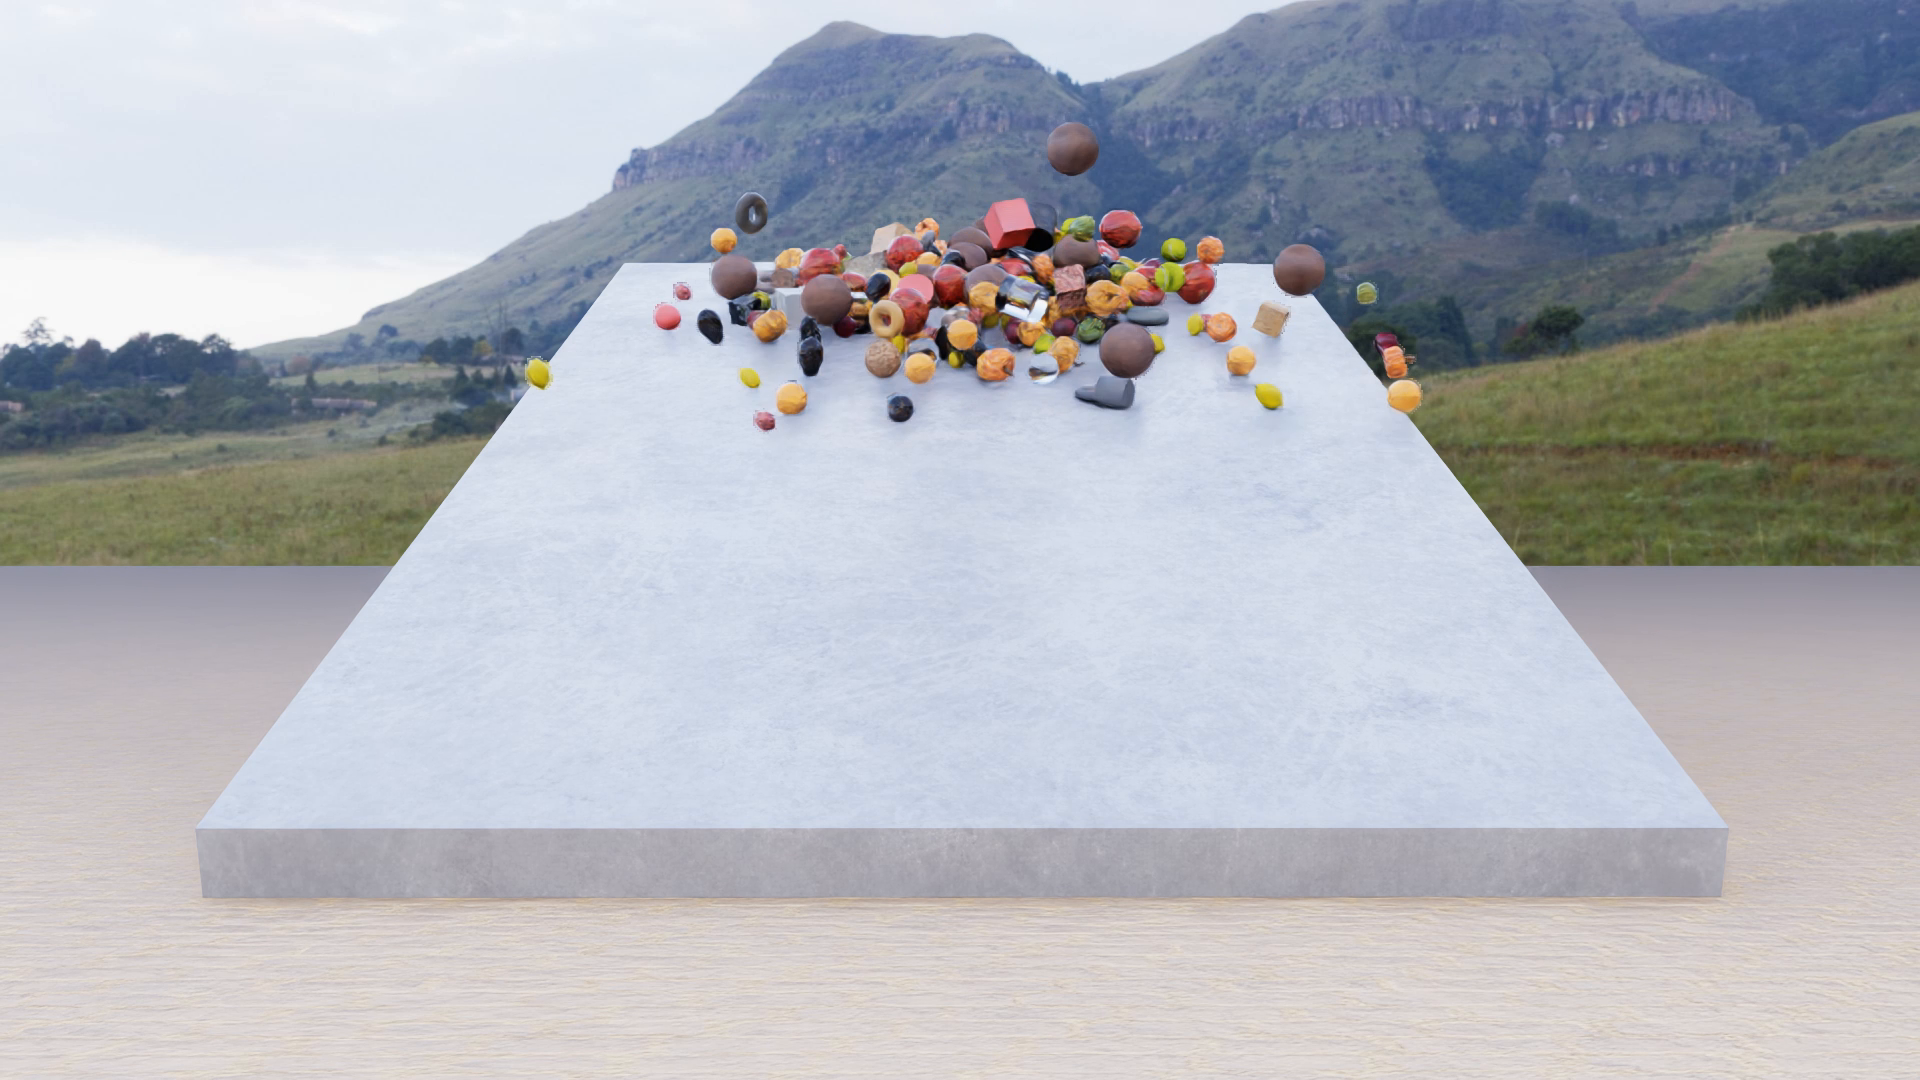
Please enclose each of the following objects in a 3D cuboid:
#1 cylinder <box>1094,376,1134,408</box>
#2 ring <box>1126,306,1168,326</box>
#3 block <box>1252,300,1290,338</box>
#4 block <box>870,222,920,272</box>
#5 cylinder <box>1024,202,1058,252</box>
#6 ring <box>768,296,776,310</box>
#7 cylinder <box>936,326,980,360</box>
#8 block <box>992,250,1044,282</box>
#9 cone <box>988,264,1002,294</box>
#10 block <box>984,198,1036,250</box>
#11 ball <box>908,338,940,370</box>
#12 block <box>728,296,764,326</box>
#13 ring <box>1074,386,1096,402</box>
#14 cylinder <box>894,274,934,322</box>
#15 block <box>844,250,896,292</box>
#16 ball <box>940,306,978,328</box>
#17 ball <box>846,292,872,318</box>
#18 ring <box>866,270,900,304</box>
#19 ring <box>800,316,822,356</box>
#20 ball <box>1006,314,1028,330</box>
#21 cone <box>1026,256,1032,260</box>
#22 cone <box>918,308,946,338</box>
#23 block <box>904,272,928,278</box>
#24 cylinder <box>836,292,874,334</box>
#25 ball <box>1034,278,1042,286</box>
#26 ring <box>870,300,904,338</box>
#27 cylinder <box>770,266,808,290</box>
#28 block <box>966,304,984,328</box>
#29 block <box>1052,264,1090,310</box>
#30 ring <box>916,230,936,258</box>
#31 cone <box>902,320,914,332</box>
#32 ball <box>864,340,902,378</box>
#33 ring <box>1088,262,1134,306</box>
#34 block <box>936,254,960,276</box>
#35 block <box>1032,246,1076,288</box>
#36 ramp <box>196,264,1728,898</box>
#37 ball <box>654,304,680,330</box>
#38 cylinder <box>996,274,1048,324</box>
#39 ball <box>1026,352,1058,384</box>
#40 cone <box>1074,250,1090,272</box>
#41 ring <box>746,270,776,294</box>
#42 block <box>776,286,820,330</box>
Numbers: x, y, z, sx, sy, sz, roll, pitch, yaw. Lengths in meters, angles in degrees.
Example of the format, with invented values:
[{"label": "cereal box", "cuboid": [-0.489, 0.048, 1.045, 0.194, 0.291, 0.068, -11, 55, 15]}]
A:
[{"label": "cylinder", "cuboid": [0.349, -0.333, 5.031, 0.069, 0.069, 0.069, 9, 3, 25]}, {"label": "ring", "cuboid": [0.497, -0.594, 5.907, 0.114, 0.038, 0.114, 1, 17, 0]}, {"label": "block", "cuboid": [0.800, -0.569, 5.741, 0.068, 0.068, 0.068, 24, 20, 11]}, {"label": "block", "cuboid": [-0.185, -0.830, 6.334, 0.092, 0.092, 0.092, -13, -34, 44]}, {"label": "cylinder", "cuboid": [0.217, -0.867, 6.179, 0.096, 0.096, 0.096, 7, -35, 5]}, {"label": "ring", "cuboid": [-0.464, -0.645, 6.061, 0.114, 0.038, 0.114, -1, 17, 0]}, {"label": "cylinder", "cuboid": [-0.004, -0.483, 5.468, 0.083, 0.083, 0.083, -4, 1, -26]}, {"label": "block", "cuboid": [0.161, -0.738, 6.164, 0.090, 0.090, 0.090, 38, 12, 9]}, {"label": "cone", "cuboid": [0.115, -0.717, 6.283, 0.095, 0.095, 0.095, 0, -9, -11]}, {"label": "block", "cuboid": [0.134, -0.860, 6.069, 0.094, 0.094, 0.094, -12, -19, -21]}, {"label": "ball", "cuboid": [-0.088, -0.450, 5.382, 0.078, 0.078, 0.078, 0, 0, 0]}, {"label": "block", "cuboid": [-0.565, -0.604, 5.881, 0.060, 0.060, 0.060, 15, 33, 39]}, {"label": "ring", "cuboid": [0.300, -0.333, 5.098, 0.077, 0.026, 0.077, 4, 15, -1]}, {"label": "cylinder", "cuboid": [-0.118, -0.615, 5.667, 0.093, 0.093, 0.093, 0, -20, -6]}, {"label": "block", "cuboid": [-0.248, -0.749, 6.249, 0.099, 0.099, 0.099, -8, 10, 35]}, {"label": "ball", "cuboid": [-0.002, -0.536, 5.548, 0.092, 0.092, 0.092, 0, 0, 0]}, {"label": "ball", "cuboid": [-0.268, -0.624, 5.935, 0.068, 0.068, 0.068, 0, 0, 0]}, {"label": "ring", "cuboid": [-0.200, -0.663, 5.898, 0.105, 0.105, 0.035, 0, 2, 25]}, {"label": "ring", "cuboid": [-0.365, -0.501, 5.474, 0.033, 0.098, 0.098, -10, -2, 11]}, {"label": "ball", "cuboid": [0.149, -0.575, 5.811, 0.056, 0.056, 0.056, 0, 0, 0]}, {"label": "cone", "cuboid": [0.168, -0.757, 6.412, 0.092, 0.092, 0.092, 0, -14, -41]}, {"label": "cone", "cuboid": [-0.080, -0.545, 5.722, 0.089, 0.089, 0.089, 0, -7, -42]}, {"label": "block", "cuboid": [-0.119, -0.712, 6.206, 0.057, 0.057, 0.057, -7, 2, 8]}, {"label": "cylinder", "cuboid": [-0.274, -0.590, 5.791, 0.093, 0.093, 0.093, 3, 18, -1]}, {"label": "ball", "cuboid": [0.240, -0.752, 6.350, 0.070, 0.070, 0.070, 0, 0, 0]}, {"label": "ring", "cuboid": [-0.175, -0.524, 5.310, 0.094, 0.094, 0.031, 0, 15, 33]}, {"label": "cylinder", "cuboid": [-0.465, -0.705, 6.068, 0.073, 0.073, 0.073, 0, -5, 27]}, {"label": "block", "cuboid": [0.019, -0.563, 5.721, 0.057, 0.057, 0.057, -30, 12, 21]}, {"label": "block", "cuboid": [0.283, -0.644, 5.680, 0.075, 0.075, 0.075, -10, -29, 5]}, {"label": "ring", "cuboid": [-0.101, -0.845, 6.386, 0.030, 0.091, 0.091, 34, 1, 2]}, {"label": "cone", "cuboid": [-0.156, -0.557, 5.770, 0.085, 0.085, 0.085, 21, -5, -11]}, {"label": "ball", "cuboid": [-0.182, -0.430, 5.304, 0.088, 0.088, 0.088, 0, 0, 0]}, {"label": "ring", "cuboid": [0.416, -0.706, 6.132, 0.131, 0.131, 0.044, 0, -17, 19]}, {"label": "block", "cuboid": [-0.035, -0.808, 6.549, 0.052, 0.052, 0.052, -11, 17, -33]}, {"label": "block", "cuboid": [0.267, -0.764, 6.249, 0.084, 0.084, 0.084, -43, 29, -16]}, {"label": "ramp", "cuboid": [-0.003, -0.181, 4.830, 2.000, 0.100, 4.000, 0, 18, 0]}, {"label": "ball", "cuboid": [-0.760, -0.579, 5.804, 0.067, 0.067, 0.067, 0, 0, 0]}, {"label": "cylinder", "cuboid": [0.154, -0.597, 5.530, 0.096, 0.096, 0.096, 24, 10, 25]}, {"label": "ball", "cuboid": [0.194, -0.401, 5.235, 0.075, 0.075, 0.075, 0, 0, 0]}, {"label": "cone", "cuboid": [0.351, -0.794, 6.424, 0.059, 0.059, 0.059, 42, 0, 1]}, {"label": "ring", "cuboid": [-0.548, -0.728, 6.296, 0.112, 0.037, 0.112, 3, 35, -2]}, {"label": "block", "cuboid": [-0.426, -0.609, 5.860, 0.092, 0.092, 0.092, -6, 19, -19]}]
